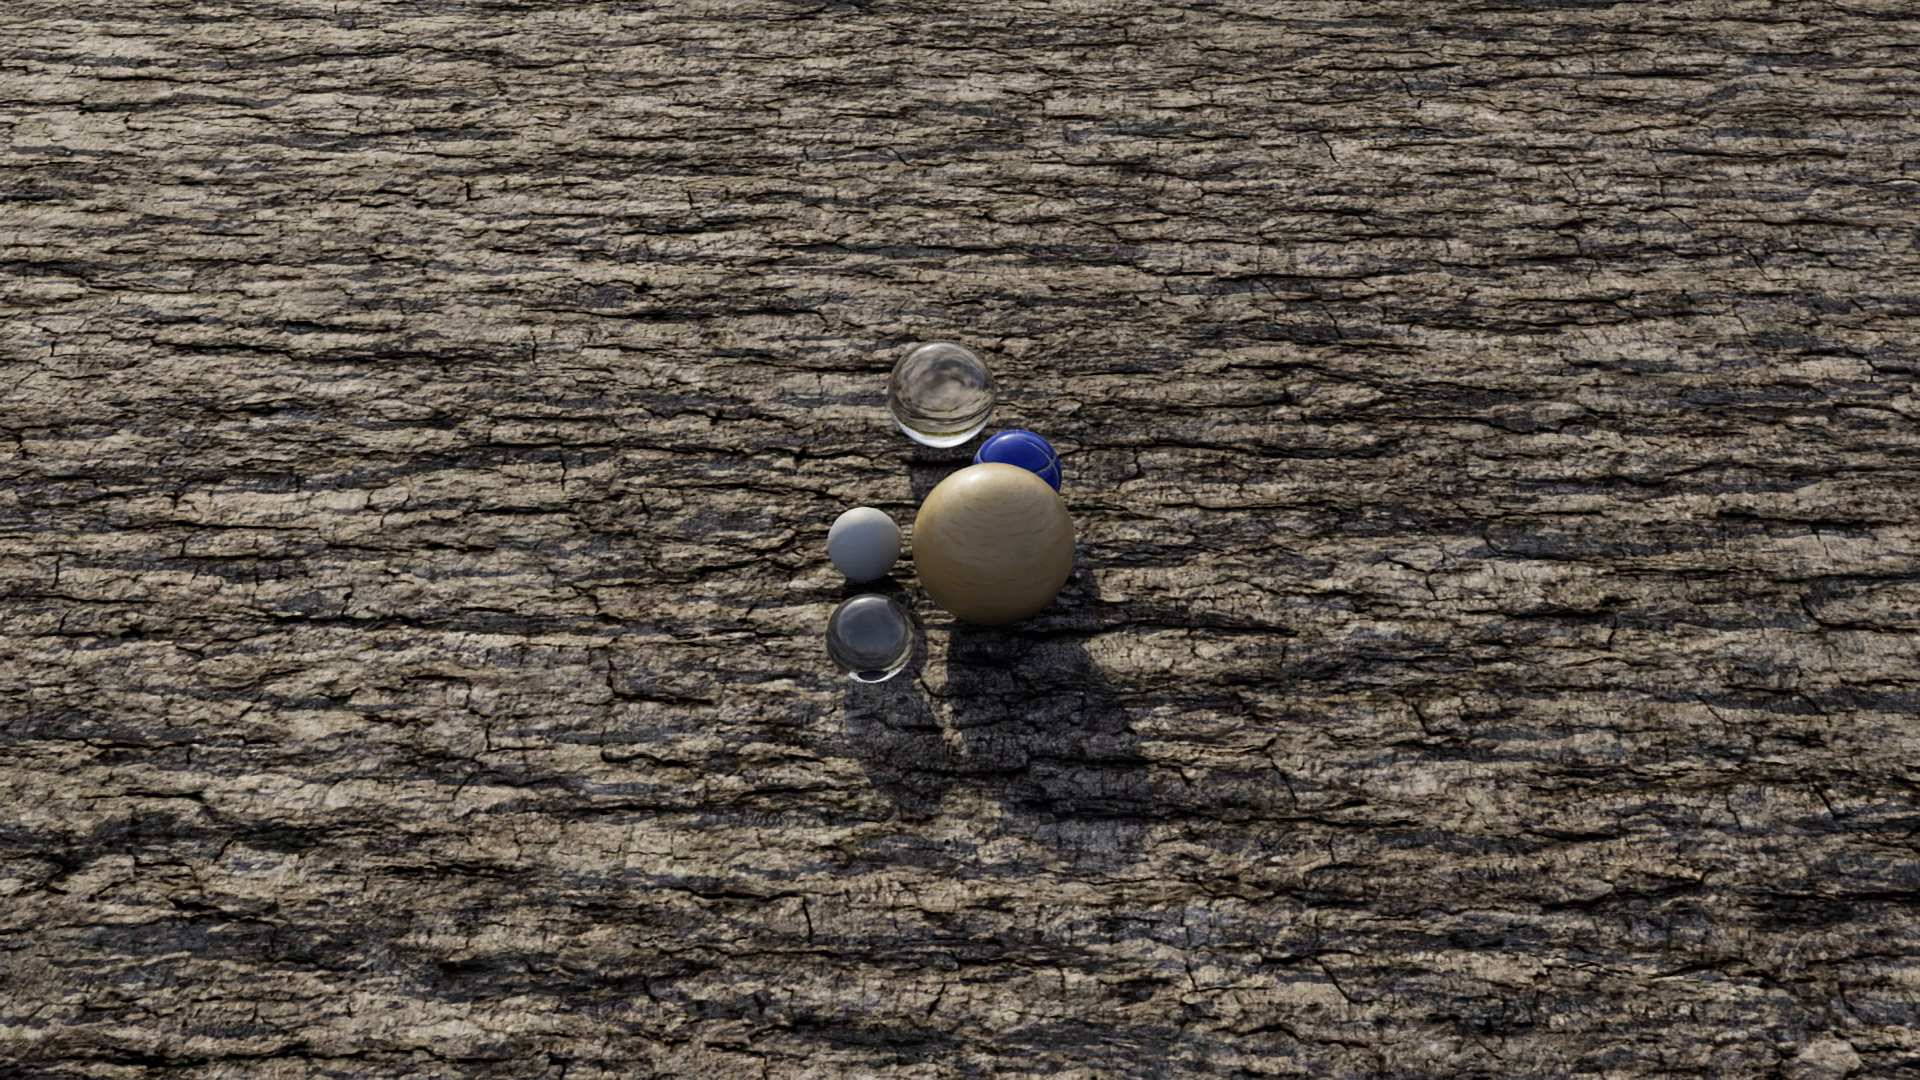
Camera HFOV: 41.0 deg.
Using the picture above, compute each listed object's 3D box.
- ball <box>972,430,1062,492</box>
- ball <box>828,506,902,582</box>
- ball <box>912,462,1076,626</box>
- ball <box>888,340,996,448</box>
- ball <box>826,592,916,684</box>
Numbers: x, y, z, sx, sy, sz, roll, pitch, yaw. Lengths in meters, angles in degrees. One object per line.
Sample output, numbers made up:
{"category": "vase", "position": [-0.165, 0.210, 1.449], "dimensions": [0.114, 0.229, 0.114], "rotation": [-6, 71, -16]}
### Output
{"category": "ball", "position": [0.034, -0.039, 1.557], "dimensions": [0.056, 0.056, 0.056], "rotation": [0, 37, 0]}
{"category": "ball", "position": [-0.056, 0.002, 1.512], "dimensions": [0.044, 0.044, 0.044], "rotation": [0, 37, 0]}
{"category": "ball", "position": [0.019, 0.003, 1.470], "dimensions": [0.094, 0.094, 0.094], "rotation": [0, 37, 0]}
{"category": "ball", "position": [-0.012, -0.092, 1.616], "dimensions": [0.069, 0.069, 0.069], "rotation": [0, 37, 0]}
{"category": "ball", "position": [-0.050, 0.055, 1.437], "dimensions": [0.051, 0.051, 0.051], "rotation": [0, 37, 0]}
